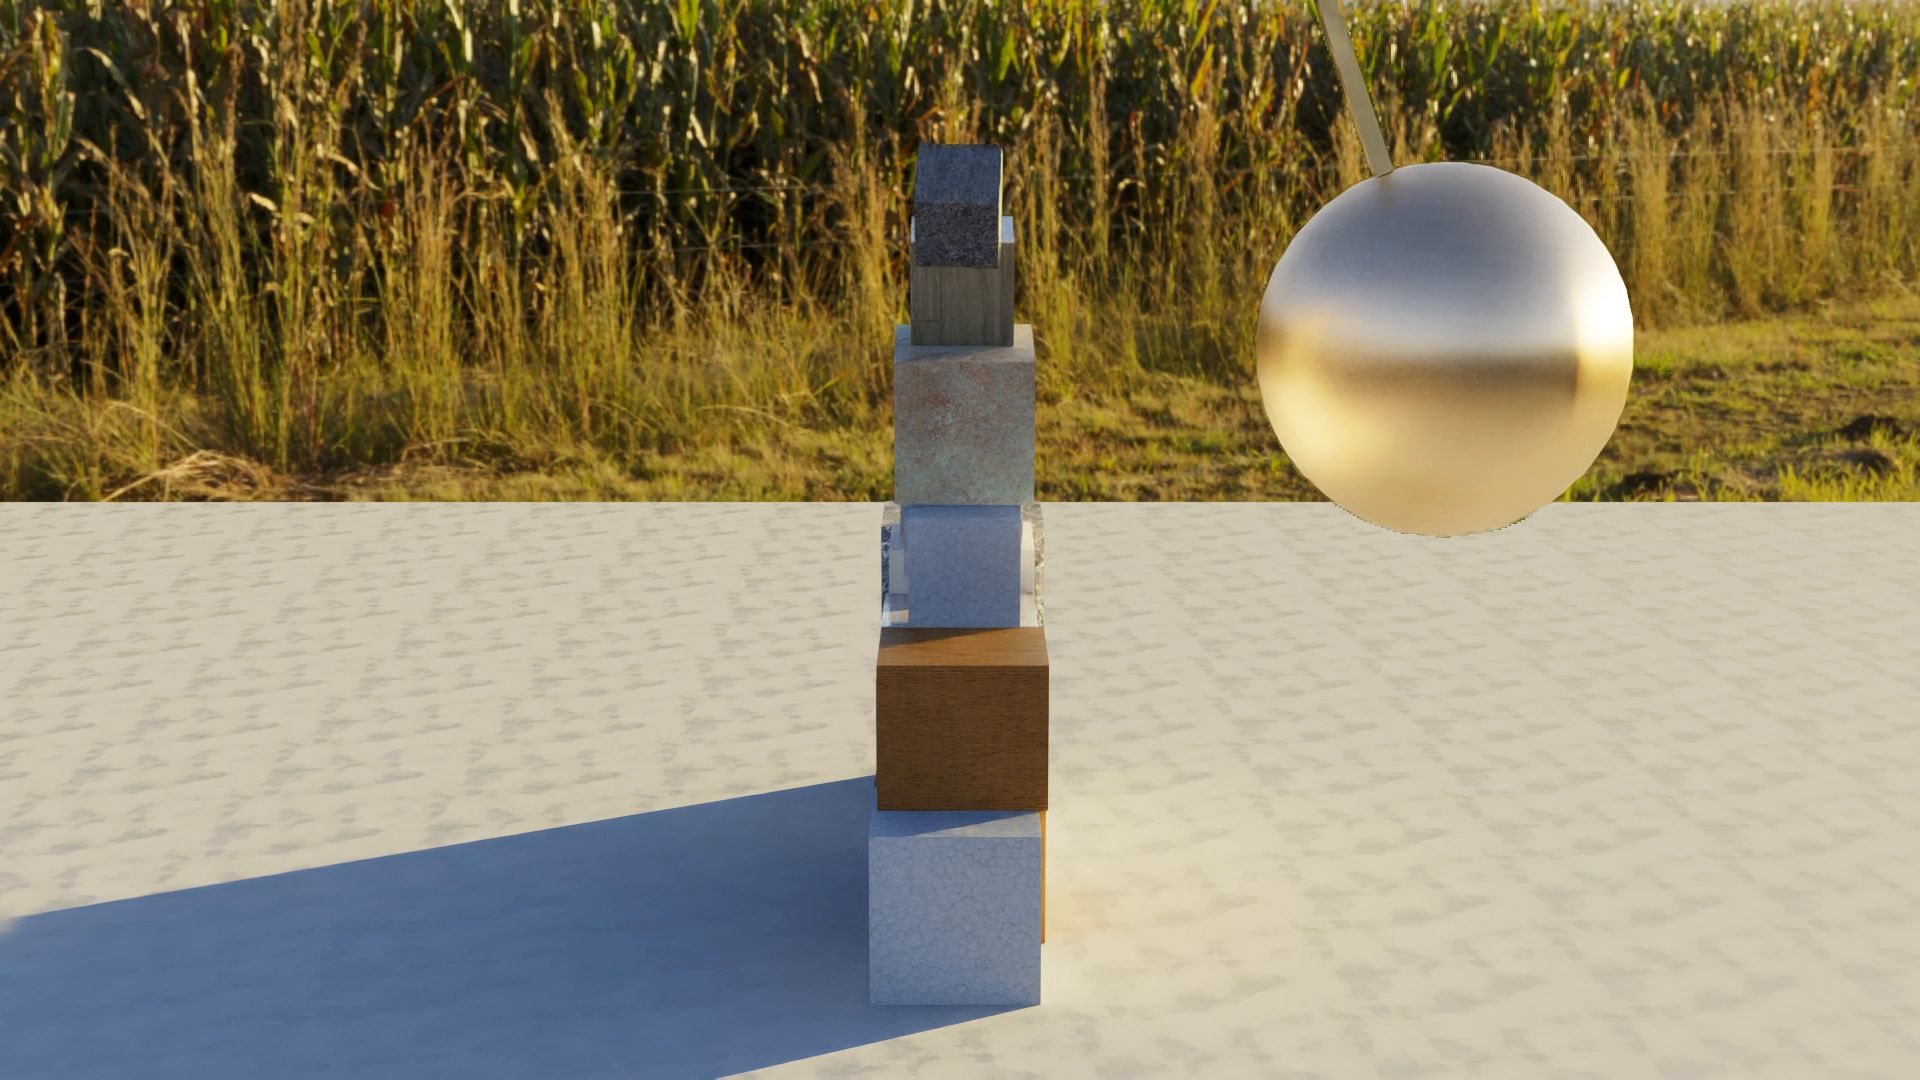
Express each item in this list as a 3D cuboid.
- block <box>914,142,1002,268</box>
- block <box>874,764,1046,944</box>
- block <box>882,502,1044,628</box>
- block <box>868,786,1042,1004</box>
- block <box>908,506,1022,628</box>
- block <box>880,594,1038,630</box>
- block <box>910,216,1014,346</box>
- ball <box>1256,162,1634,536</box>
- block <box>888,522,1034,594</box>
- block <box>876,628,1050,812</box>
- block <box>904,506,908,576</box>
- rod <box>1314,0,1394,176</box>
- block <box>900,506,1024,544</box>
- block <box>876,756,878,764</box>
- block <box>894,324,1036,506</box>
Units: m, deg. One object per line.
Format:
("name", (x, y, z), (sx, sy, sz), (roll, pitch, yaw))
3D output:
("block", (-0.005, -1.338, 10.268), (0.333, 0.363, 0.327), (2, 53, 2))
("block", (0.001, 1.251, 10.806), (0.694, 0.672, 0.761), (0, 10, 0))
("block", (0.012, 0.196, 12.208), (0.751, 0.654, 0.703), (0, 10, 0))
("block", (-0.018, 1.386, 10.082), (0.653, 0.665, 0.693), (0, 10, 0))
("block", (0.018, 0.075, 10.638), (0.458, 0.473, 0.387), (0, 18, 0))
("block", (-0.002, 0.585, 10.933), (0.646, 0.593, 0.686), (0, 10, 0))
("block", (0.009, -1.081, 10.689), (0.424, 0.434, 0.465), (0, 20, 0))
("ball", (2.074, -0.819, 11.031), (1.600, 1.600, 1.600), (0, 10, 0))
("block", (0.008, 0.309, 11.542), (0.634, 0.672, 0.604), (0, 12, 0))
("block", (0.011, 0.709, 10.275), (0.668, 0.586, 0.632), (0, 11, 0))
("block", (-0.017, -0.107, 11.024), (0.439, 0.395, 0.429), (0, 22, 0))
("rod", (0.899, -3.958, 10.461), (0.080, 5.200, 0.080), (-20, 10, 4))
("block", (0.007, -0.261, 11.526), (0.541, 0.447, 0.537), (0, 12, 0))
("block", (-0.011, 0.956, 12.082), (0.742, 0.797, 0.766), (0, 10, 0))
("block", (0.017, -0.528, 10.702), (0.572, 0.611, 0.568), (0, 20, 0))
